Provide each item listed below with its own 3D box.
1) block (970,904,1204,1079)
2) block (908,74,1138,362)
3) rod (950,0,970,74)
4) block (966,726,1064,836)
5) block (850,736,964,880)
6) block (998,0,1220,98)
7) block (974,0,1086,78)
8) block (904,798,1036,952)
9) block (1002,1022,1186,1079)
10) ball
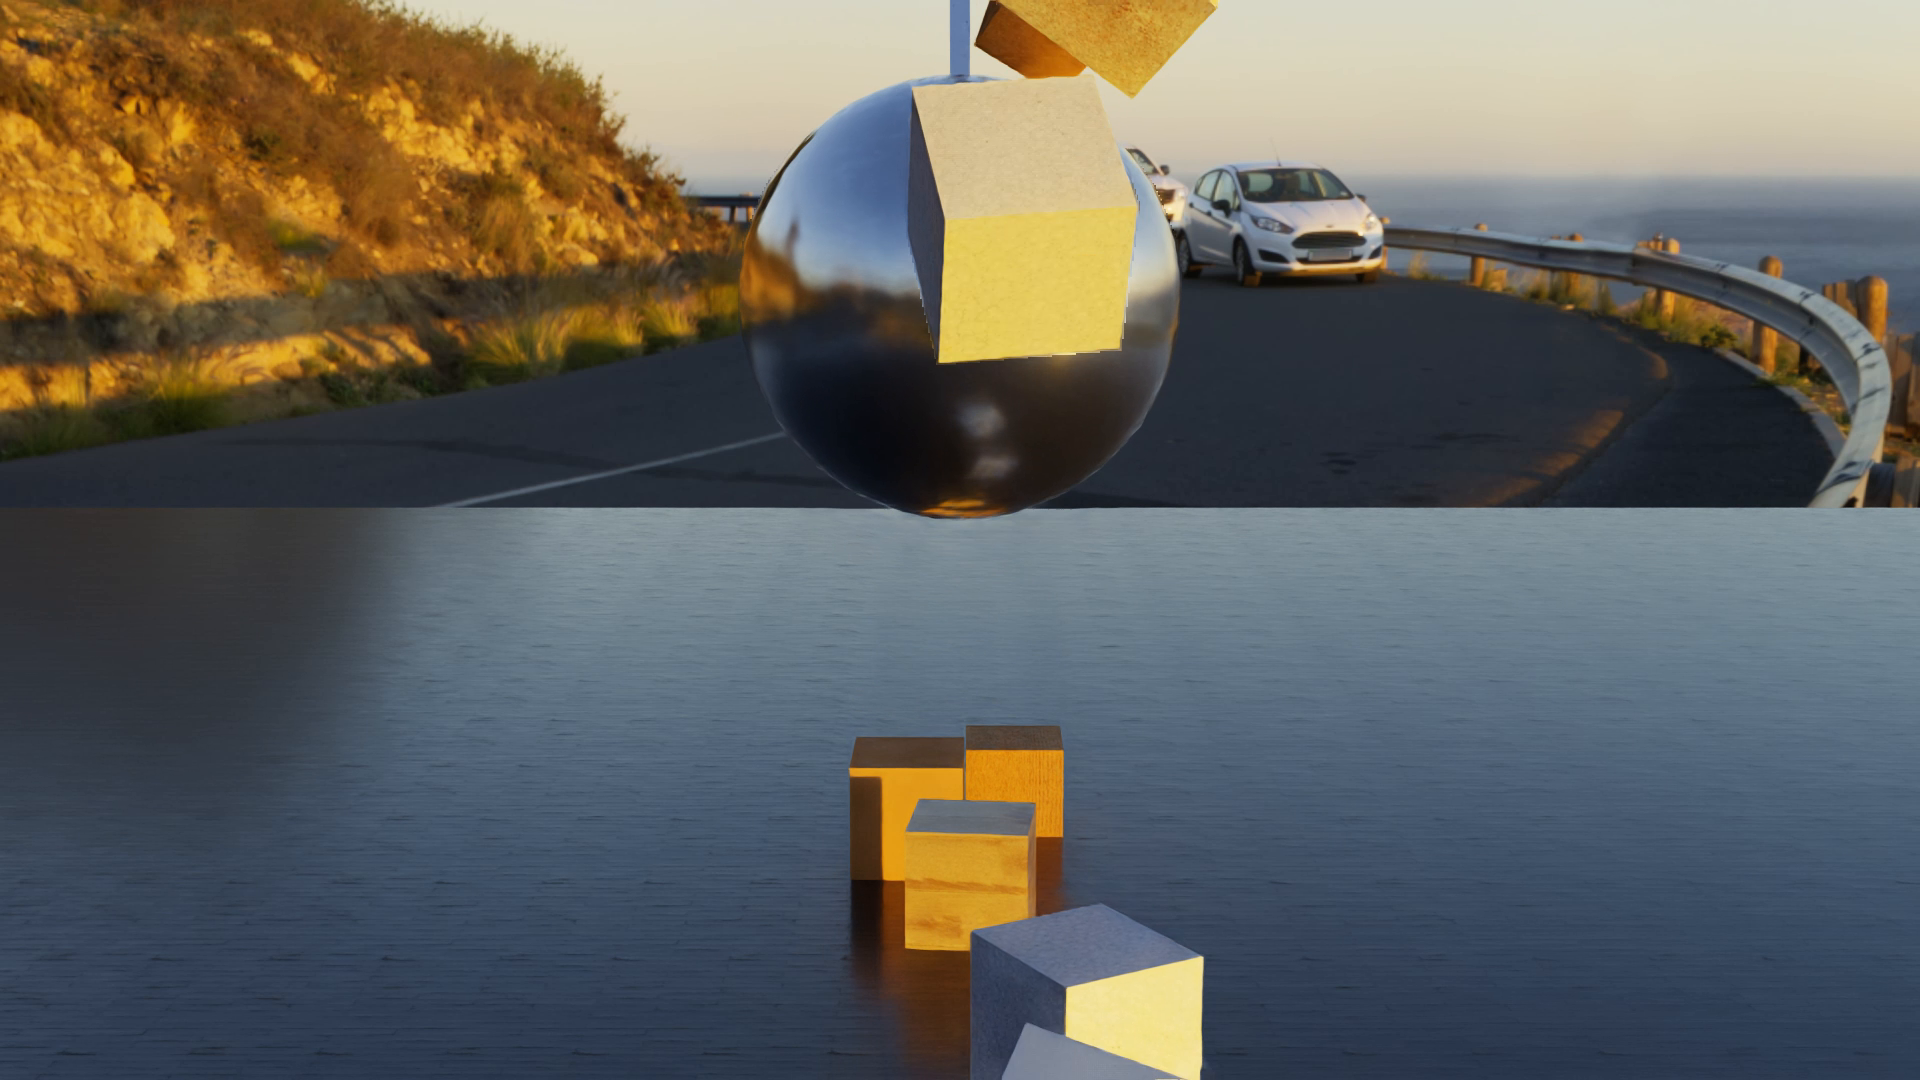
[{"bbox_3d":[0.455,1.775,8.064,0.584,0.622,0.650,-6,12,-30],"label":"block"},{"bbox_3d":[0.166,-0.953,6.505,0.545,0.539,0.614,-5,48,-8],"label":"block"},{"bbox_3d":[0.000,-4.074,9.118,0.080,5.200,0.080,0,-20,0],"label":"rod"},{"bbox_3d":[0.279,1.248,11.426,0.496,0.457,0.479,0,10,0],"label":"block"},{"bbox_3d":[-0.253,1.311,10.792,0.540,0.558,0.557,0,10,1],"label":"block"},{"bbox_3d":[0.535,-1.959,7.422,0.593,0.471,0.546,33,45,-14],"label":"block"},{"bbox_3d":[0.320,-1.872,7.823,0.367,0.341,0.329,29,45,-14],"label":"block"},{"bbox_3d":[0.053,1.496,9.839,0.537,0.536,0.491,1,10,6],"label":"block"},{"bbox_3d":[0.489,1.915,6.621,0.641,0.565,0.653,10,-24,39],"label":"block"},{"bbox_3d":[0.000,-0.873,7.971,1.600,1.600,1.600,0,10,0],"label":"ball"}]
